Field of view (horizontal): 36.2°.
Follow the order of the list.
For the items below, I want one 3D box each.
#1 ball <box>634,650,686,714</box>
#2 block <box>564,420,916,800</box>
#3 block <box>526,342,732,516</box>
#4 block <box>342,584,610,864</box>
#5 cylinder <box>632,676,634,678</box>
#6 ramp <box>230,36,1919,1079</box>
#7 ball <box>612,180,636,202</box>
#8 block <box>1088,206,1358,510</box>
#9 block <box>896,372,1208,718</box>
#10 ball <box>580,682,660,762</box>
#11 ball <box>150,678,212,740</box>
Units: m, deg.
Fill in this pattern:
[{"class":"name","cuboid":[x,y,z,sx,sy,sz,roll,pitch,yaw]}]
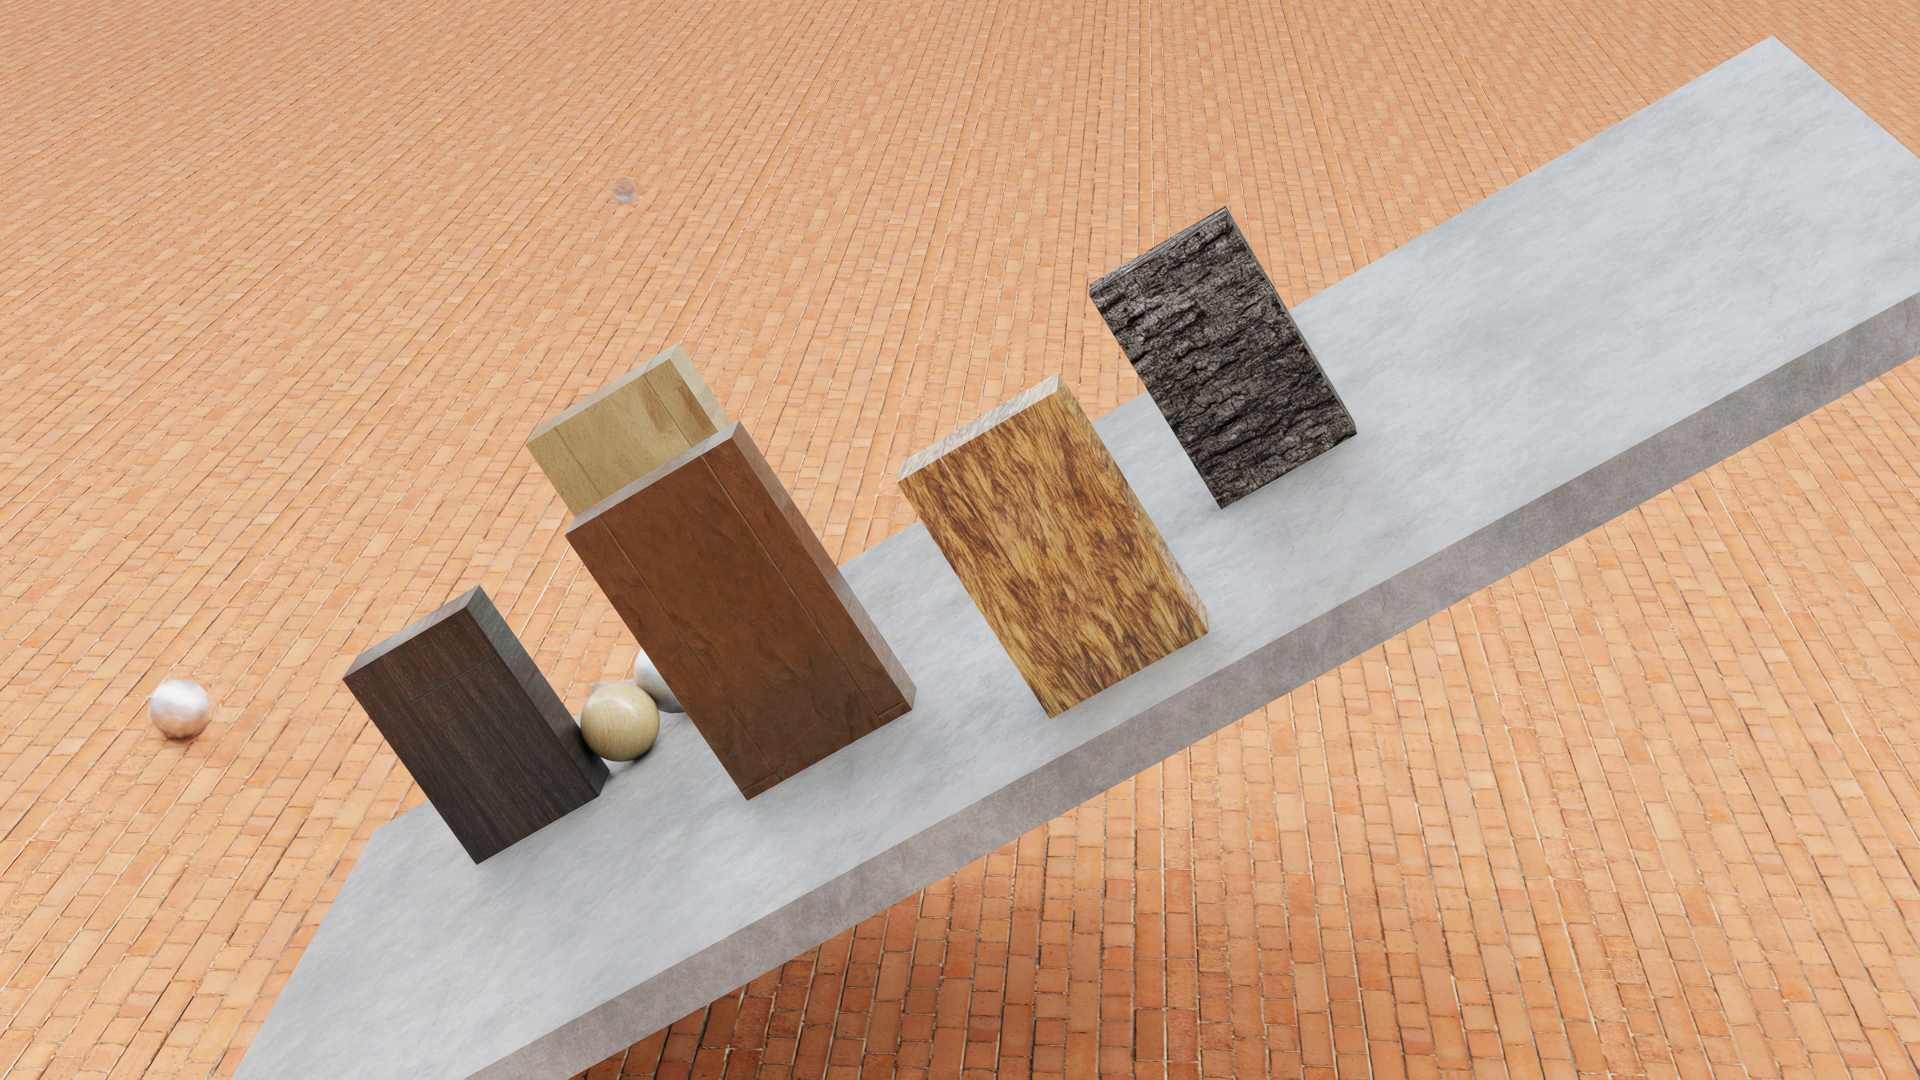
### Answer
[{"class":"ball","cuboid":[-0.673,0.313,6.938,0.192,0.192,0.192,0,19,0]},{"class":"block","cuboid":[-0.445,0.149,6.030,0.406,0.679,0.119,-29,15,13]},{"class":"block","cuboid":[-0.648,-0.048,6.986,0.409,0.728,0.141,-29,15,13]},{"class":"block","cuboid":[-1.114,0.428,6.794,0.347,0.540,0.145,-29,15,13]},{"class":"cylinder","cuboid":[-0.877,0.426,8.645,0.138,0.138,0.138,-3,19,10]},{"class":"ramp","cuboid":[0.141,0.169,6.289,4.000,0.100,2.000,-29,15,13]},{"class":"ball","cuboid":[-1.703,-1.765,14.902,0.113,0.113,0.113,0,19,0]},{"class":"block","cuboid":[0.533,-0.366,5.956,0.317,0.526,0.086,-29,15,13]},{"class":"block","cuboid":[0.175,0.013,5.453,0.342,0.542,0.122,-29,15,13]},{"class":"ball","cuboid":[-0.791,0.424,6.840,0.185,0.185,0.185,0,19,0]},{"class":"ball","cuboid":[-2.234,0.484,8.428,0.173,0.173,0.173,0,19,0]}]
